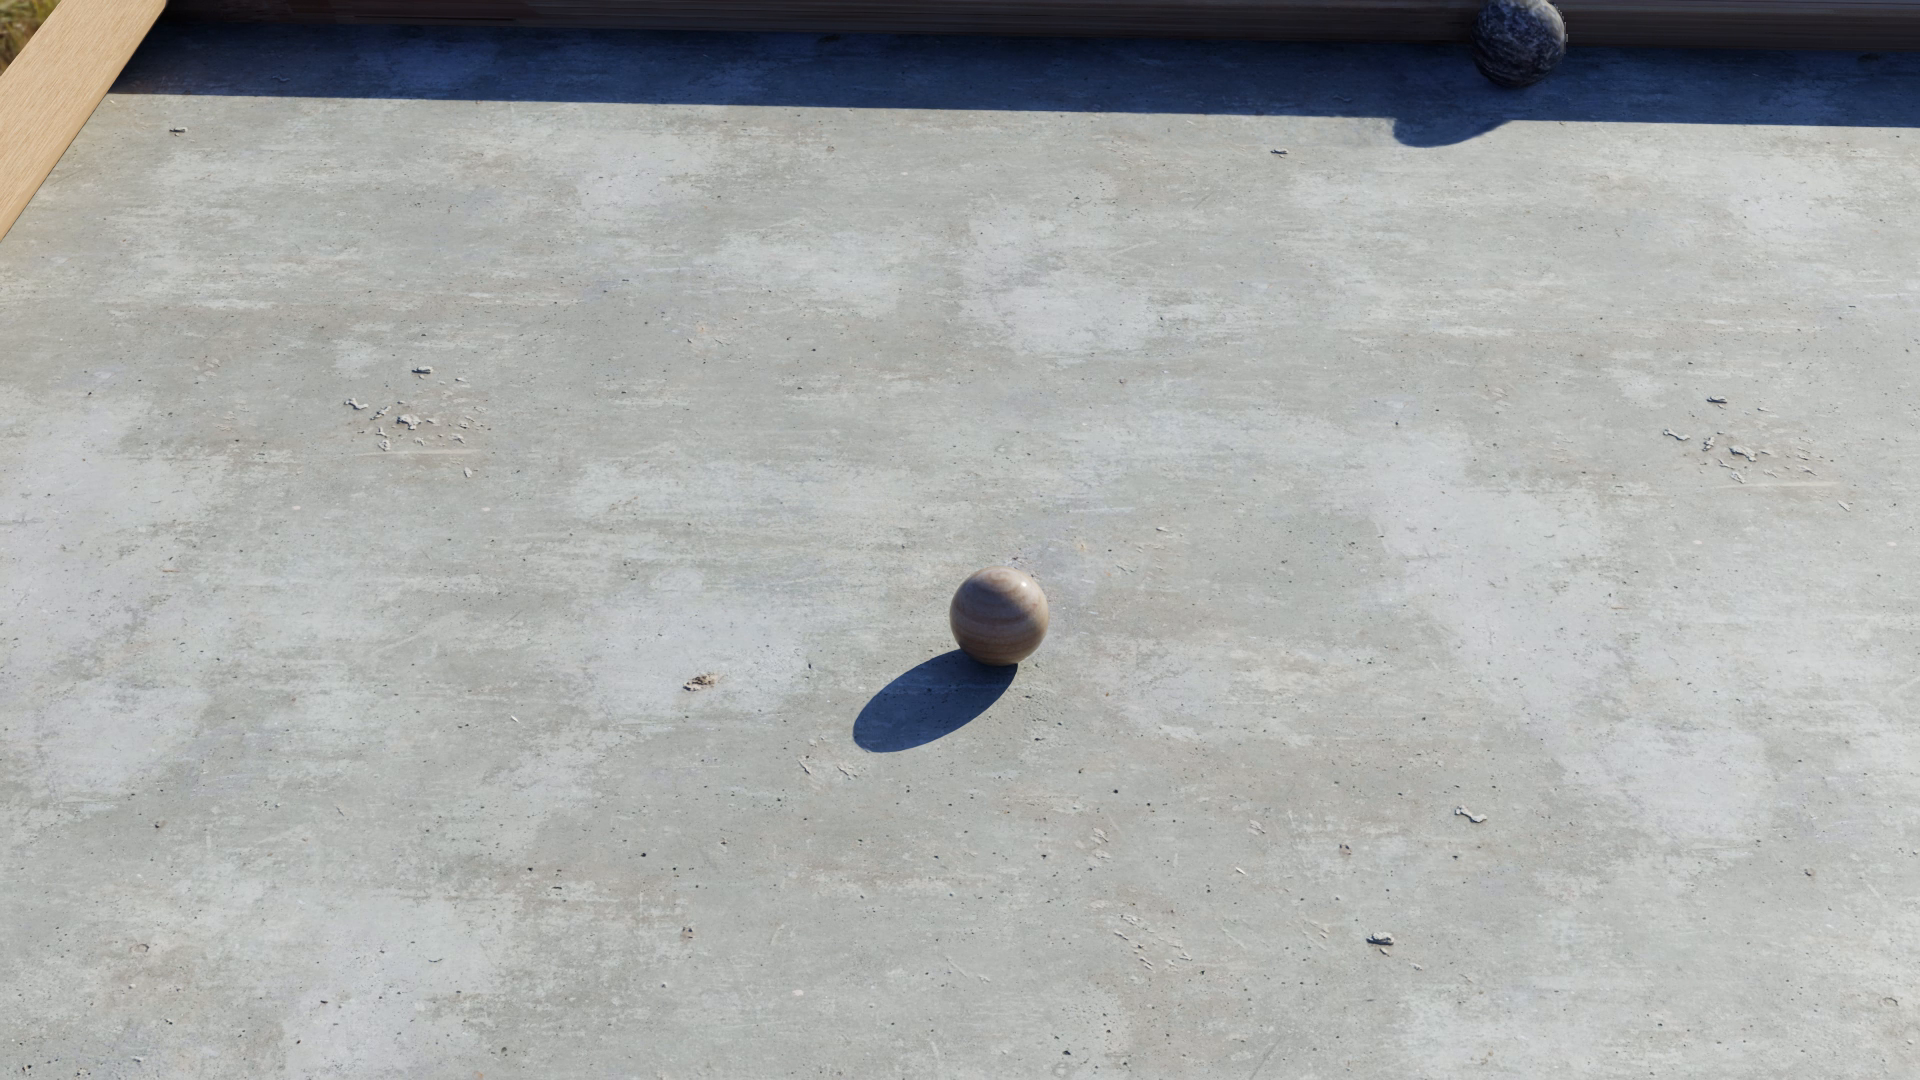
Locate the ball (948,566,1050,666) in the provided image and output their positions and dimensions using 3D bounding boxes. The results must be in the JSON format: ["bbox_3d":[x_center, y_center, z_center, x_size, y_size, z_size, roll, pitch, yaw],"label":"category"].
[{"bbox_3d":[0.026,0.050,1.688,0.066,0.066,0.066,0,36,0],"label":"ball"}]

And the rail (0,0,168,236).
[{"bbox_3d":[-0.809,-0.040,1.771,0.045,0.115,1.795,1,36,2],"label":"rail"}]

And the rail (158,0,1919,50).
[{"bbox_3d":[0.870,-0.507,2.424,3.334,0.115,0.045,1,36,2],"label":"rail"}]

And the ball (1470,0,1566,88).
[{"bbox_3d":[0.520,-0.466,2.392,0.088,0.088,0.088,0,36,0],"label":"ball"}]
